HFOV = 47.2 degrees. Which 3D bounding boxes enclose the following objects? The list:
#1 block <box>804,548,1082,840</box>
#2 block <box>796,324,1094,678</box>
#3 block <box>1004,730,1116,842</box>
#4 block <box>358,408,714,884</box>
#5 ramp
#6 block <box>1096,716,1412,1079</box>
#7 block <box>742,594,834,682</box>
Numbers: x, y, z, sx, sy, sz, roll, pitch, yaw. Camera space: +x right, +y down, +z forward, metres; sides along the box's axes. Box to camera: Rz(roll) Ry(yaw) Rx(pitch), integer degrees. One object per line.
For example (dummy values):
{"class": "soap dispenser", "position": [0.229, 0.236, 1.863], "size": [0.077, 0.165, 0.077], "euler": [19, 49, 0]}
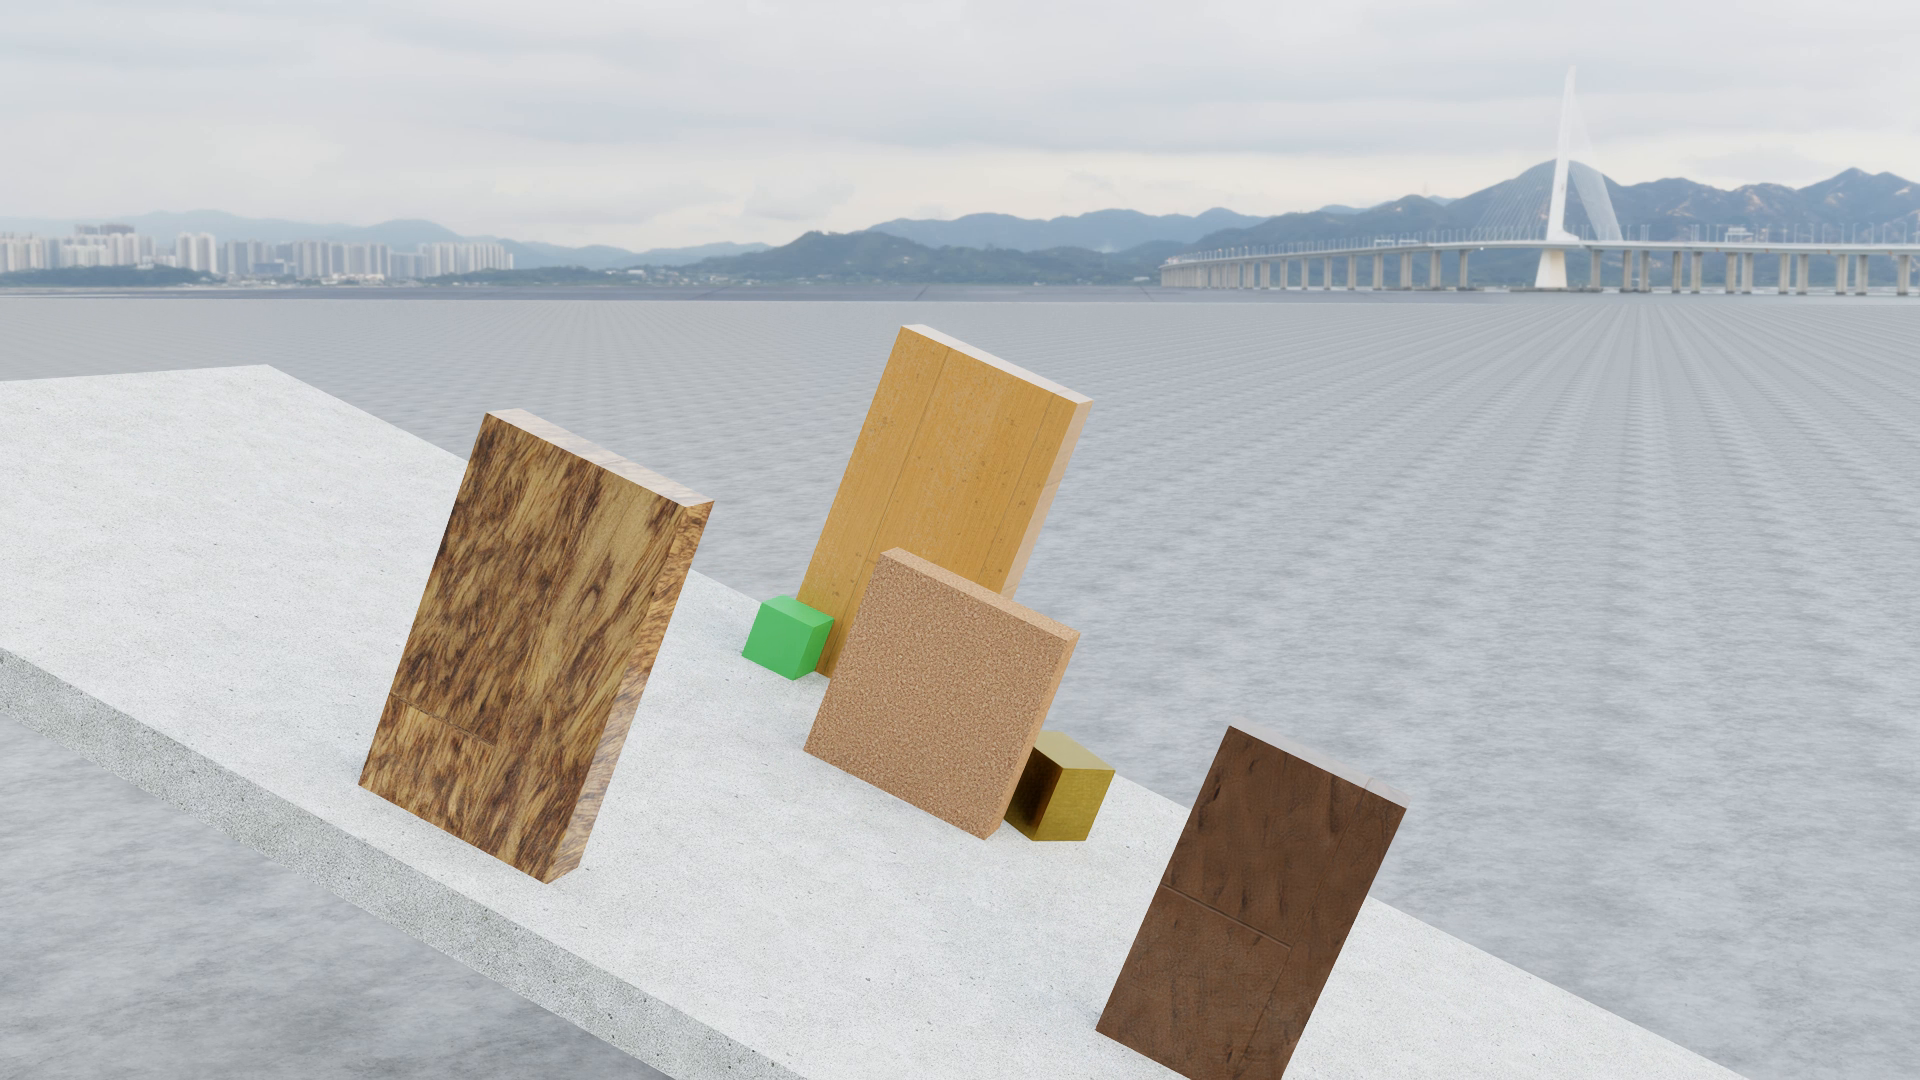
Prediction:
{"class": "block", "position": [-0.039, 0.302, 4.360], "size": [0.410, 0.438, 0.107], "euler": [25, 13, 13]}
{"class": "block", "position": [-0.060, -0.027, 4.872], "size": [0.426, 0.791, 0.147], "euler": [25, 13, 13]}
{"class": "block", "position": [0.179, 0.503, 4.508], "size": [0.167, 0.167, 0.167], "euler": [8, 19, -47]}
{"class": "block", "position": [-0.665, 0.164, 3.427], "size": [0.356, 0.644, 0.106], "euler": [25, 13, 13]}
{"class": "ramp", "position": [-0.302, 0.534, 4.192], "size": [4.000, 0.100, 2.000], "euler": [25, 13, 13]}
{"class": "block", "position": [0.478, 0.616, 3.612], "size": [0.308, 0.575, 0.087], "euler": [25, 13, 13]}
{"class": "block", "position": [-0.379, 0.214, 4.853], "size": [0.131, 0.131, 0.131], "euler": [25, 13, 13]}
